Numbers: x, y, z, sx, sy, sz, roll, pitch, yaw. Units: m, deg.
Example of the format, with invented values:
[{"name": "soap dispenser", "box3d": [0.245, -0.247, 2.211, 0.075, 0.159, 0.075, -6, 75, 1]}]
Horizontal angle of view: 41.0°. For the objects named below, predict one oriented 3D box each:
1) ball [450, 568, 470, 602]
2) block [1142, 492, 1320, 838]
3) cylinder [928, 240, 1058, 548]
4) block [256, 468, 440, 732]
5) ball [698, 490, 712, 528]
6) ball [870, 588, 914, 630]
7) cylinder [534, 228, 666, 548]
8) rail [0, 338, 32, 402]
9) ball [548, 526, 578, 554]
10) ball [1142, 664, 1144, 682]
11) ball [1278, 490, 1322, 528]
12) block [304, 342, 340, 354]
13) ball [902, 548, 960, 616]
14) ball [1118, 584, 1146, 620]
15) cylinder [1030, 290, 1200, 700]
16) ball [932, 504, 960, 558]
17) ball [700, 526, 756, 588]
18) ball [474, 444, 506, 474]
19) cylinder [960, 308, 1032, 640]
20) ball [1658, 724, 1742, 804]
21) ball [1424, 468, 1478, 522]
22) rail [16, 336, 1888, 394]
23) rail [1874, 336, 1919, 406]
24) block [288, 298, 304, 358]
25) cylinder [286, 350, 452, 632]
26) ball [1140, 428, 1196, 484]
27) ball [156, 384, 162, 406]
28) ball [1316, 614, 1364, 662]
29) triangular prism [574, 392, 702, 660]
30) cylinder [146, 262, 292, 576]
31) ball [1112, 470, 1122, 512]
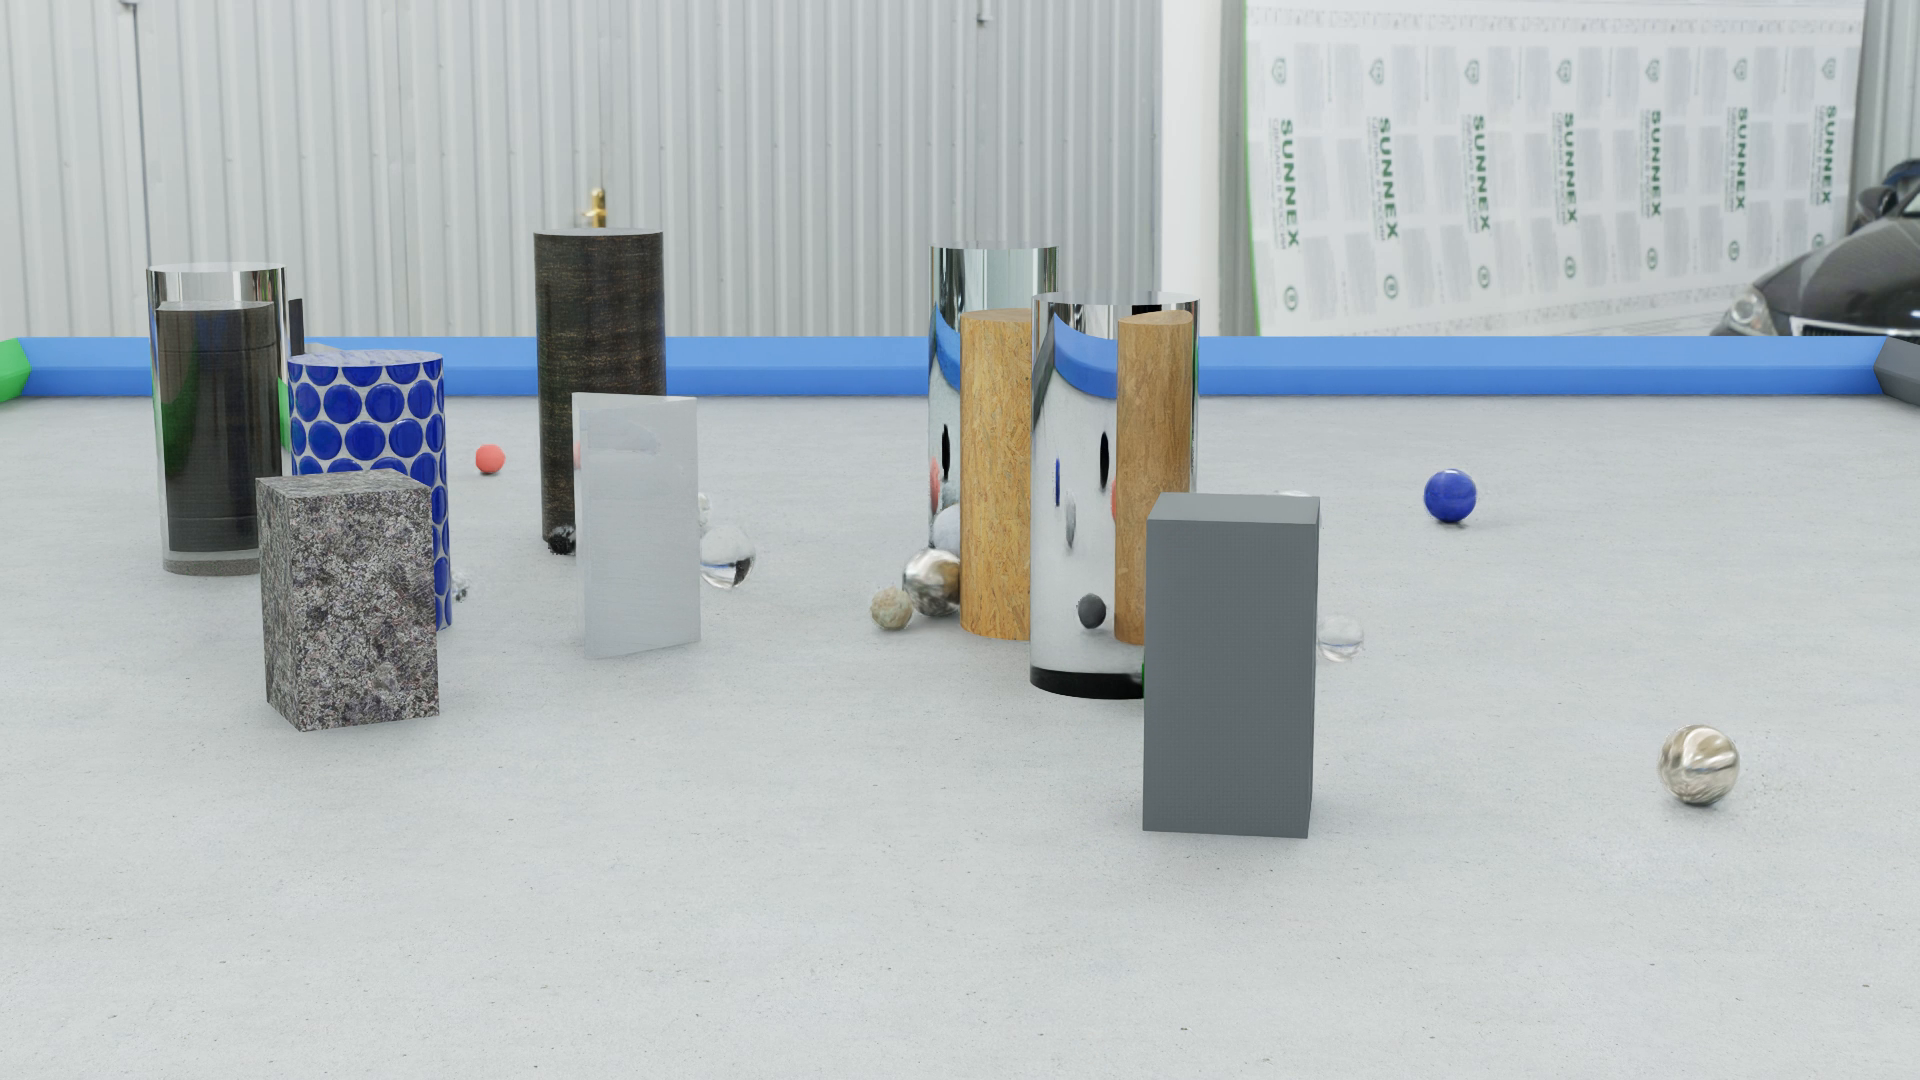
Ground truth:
[{"name": "ball", "box3d": [-0.694, 0.063, 3.519, 0.046, 0.046, 0.046, 0, 10, 0]}, {"name": "block", "box3d": [0.266, 0.118, 2.508, 0.158, 0.305, 0.158, 2, 11, 9]}, {"name": "cylinder", "box3d": [0.050, -0.218, 3.898, 0.197, 0.460, 0.197, 0, 10, 0]}, {"name": "block", "box3d": [-0.697, 0.064, 2.917, 0.158, 0.262, 0.158, -6, 12, -27]}, {"name": "ball", "box3d": [-0.426, -0.048, 4.065, 0.065, 0.065, 0.065, 0, 10, 0]}, {"name": "ball", "box3d": [-0.089, 0.089, 3.349, 0.056, 0.056, 0.056, 0, 10, 0]}, {"name": "cylinder", "box3d": [-0.553, -0.239, 3.970, 0.197, 0.475, 0.197, 0, 10, 0]}, {"name": "rail", "box3d": [-2.063, 0.035, 3.437, 0.045, 0.128, 4.639, 0, 10, 0]}, {"name": "ball", "box3d": [-0.596, 0.001, 3.860, 0.044, 0.044, 0.044, 0, 10, 0]}, {"name": "ball", "box3d": [0.249, 0.153, 2.931, 0.083, 0.083, 0.083, 0, 10, 0]}, {"name": "ball", "box3d": [0.508, -0.031, 3.912, 0.088, 0.088, 0.088, 0, 10, 0]}, {"name": "block", "box3d": [-1.151, -0.204, 4.406, 0.158, 0.248, 0.158, -6, 12, -31]}, {"name": "ball", "box3d": [-0.034, 0.056, 3.432, 0.090, 0.090, 0.090, 0, 10, 0]}, {"name": "ball", "box3d": [0.233, 0.083, 3.410, 0.047, 0.047, 0.047, 0, 10, 0]}, {"name": "cylinder", "box3d": [0.182, -0.058, 3.037, 0.197, 0.459, 0.197, 0, 10, 0]}, {"name": "ball", "box3d": [0.002, -0.009, 3.795, 0.087, 0.087, 0.087, 0, 10, 0]}, {"name": "ball", "box3d": [-0.331, 0.024, 3.614, 0.088, 0.088, 0.088, 0, 10, 0]}, {"name": "ball", "box3d": [-0.848, -0.147, 4.628, 0.054, 0.054, 0.054, 0, 10, 0]}, {"name": "cylinder", "box3d": [0.099, -0.089, 3.346, 0.197, 0.408, 0.197, 0, 10, 0]}, {"name": "ball", "box3d": [0.737, 0.224, 2.558, 0.079, 0.079, 0.079, 0, 10, 0]}, {"name": "ball", "box3d": [0.790, -0.072, 4.133, 0.087, 0.087, 0.087, 0, 10, 0]}, {"name": "rail", "box3d": [-0.013, -0.385, 5.706, 4.173, 0.128, 0.045, 0, 10, 0]}, {"name": "rail", "box3d": [2.063, 0.031, 3.461, 0.045, 0.128, 4.639, 0, 10, 0]}, {"name": "block", "box3d": [-1.130, -0.190, 4.007, 0.158, 0.366, 0.158, 3, 11, 16]}, {"name": "cylinder", "box3d": [-0.769, -0.062, 3.351, 0.197, 0.353, 0.197, 0, 10, 0]}, {"name": "ball", "box3d": [0.364, -0.147, 4.505, 0.099, 0.099, 0.099, 0, 10, 0]}, {"name": "ball", "box3d": [-1.672, -0.312, 5.460, 0.075, 0.075, 0.075, 0, 10, 0]}, {"name": "ball", "box3d": [0.469, 0.121, 3.165, 0.061, 0.061, 0.061, 0, 10, 0]}, {"name": "triangular prism", "box3d": [-0.445, -0.025, 3.264, 0.171, 0.312, 0.148, -9, 14, -41]}, {"name": "cylinder", "box3d": [-1.077, -0.180, 3.756, 0.197, 0.438, 0.197, 0, 10, 0]}, {"name": "ball", "box3d": [0.212, -0.079, 4.141, 0.097, 0.097, 0.097, 0, 10, 0]}]
